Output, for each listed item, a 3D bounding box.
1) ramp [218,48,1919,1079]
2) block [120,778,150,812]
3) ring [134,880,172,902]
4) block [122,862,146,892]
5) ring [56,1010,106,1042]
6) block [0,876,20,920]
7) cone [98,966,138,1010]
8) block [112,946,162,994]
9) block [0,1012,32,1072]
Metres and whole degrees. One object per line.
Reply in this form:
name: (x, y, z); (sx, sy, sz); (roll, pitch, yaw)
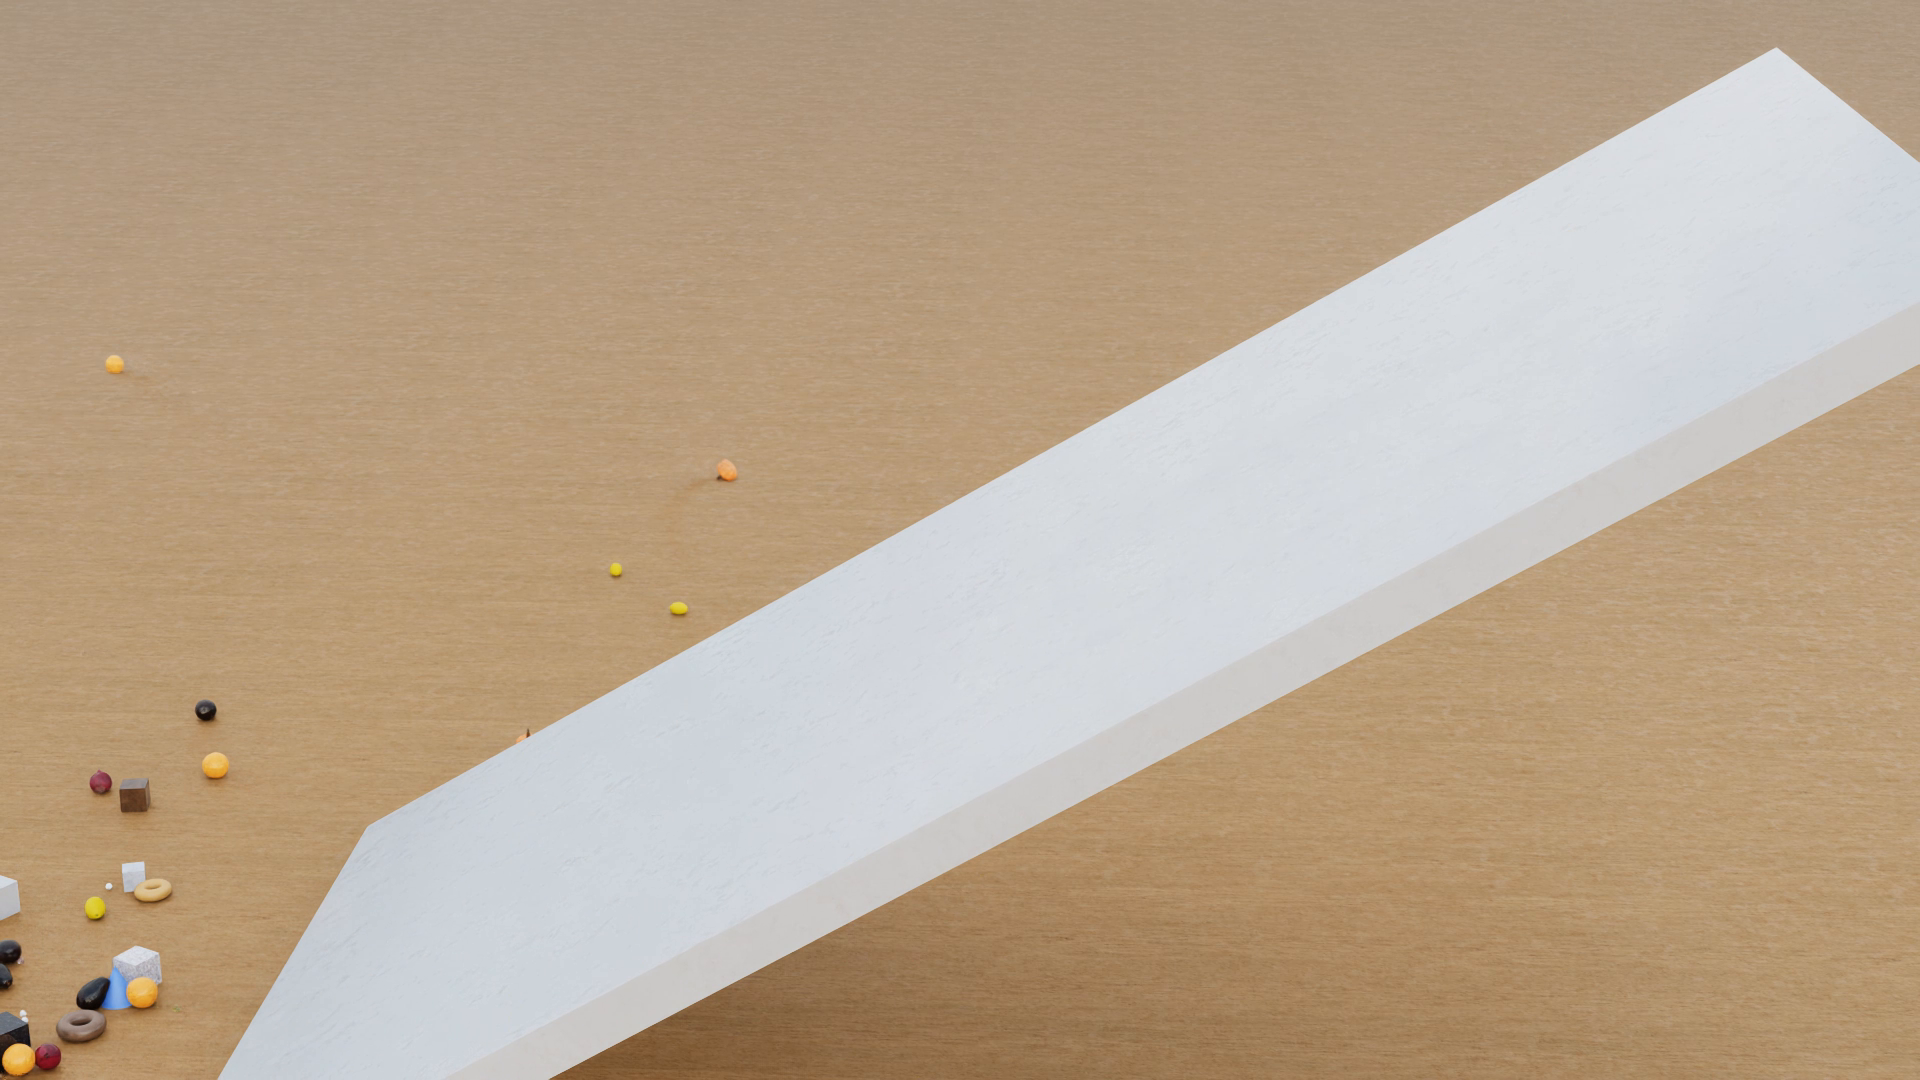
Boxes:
ramp: (0.142, 0.168, 6.287); (4.000, 0.100, 2.000); (-29, 15, 12)
block: (-2.232, 0.691, 7.958); (0.068, 0.068, 0.068); (-2, 19, -6)
ring: (-2.042, 0.887, 7.445); (0.094, 0.031, 0.094); (-1, 19, 0)
block: (-2.103, 0.858, 7.492); (0.054, 0.054, 0.054); (-5, 20, -15)
ring: (-2.020, 1.117, 6.764); (0.113, 0.038, 0.113); (0, 20, 0)
block: (-2.410, 0.894, 7.343); (0.083, 0.083, 0.083); (11, 22, 30)
cone: (-1.980, 1.040, 6.905); (0.090, 0.090, 0.090); (0, 19, 0)
block: (-1.953, 1.021, 6.984); (0.076, 0.076, 0.076); (11, 22, 29)
block: (-2.162, 1.133, 6.635); (0.090, 0.090, 0.090); (16, 25, 39)
